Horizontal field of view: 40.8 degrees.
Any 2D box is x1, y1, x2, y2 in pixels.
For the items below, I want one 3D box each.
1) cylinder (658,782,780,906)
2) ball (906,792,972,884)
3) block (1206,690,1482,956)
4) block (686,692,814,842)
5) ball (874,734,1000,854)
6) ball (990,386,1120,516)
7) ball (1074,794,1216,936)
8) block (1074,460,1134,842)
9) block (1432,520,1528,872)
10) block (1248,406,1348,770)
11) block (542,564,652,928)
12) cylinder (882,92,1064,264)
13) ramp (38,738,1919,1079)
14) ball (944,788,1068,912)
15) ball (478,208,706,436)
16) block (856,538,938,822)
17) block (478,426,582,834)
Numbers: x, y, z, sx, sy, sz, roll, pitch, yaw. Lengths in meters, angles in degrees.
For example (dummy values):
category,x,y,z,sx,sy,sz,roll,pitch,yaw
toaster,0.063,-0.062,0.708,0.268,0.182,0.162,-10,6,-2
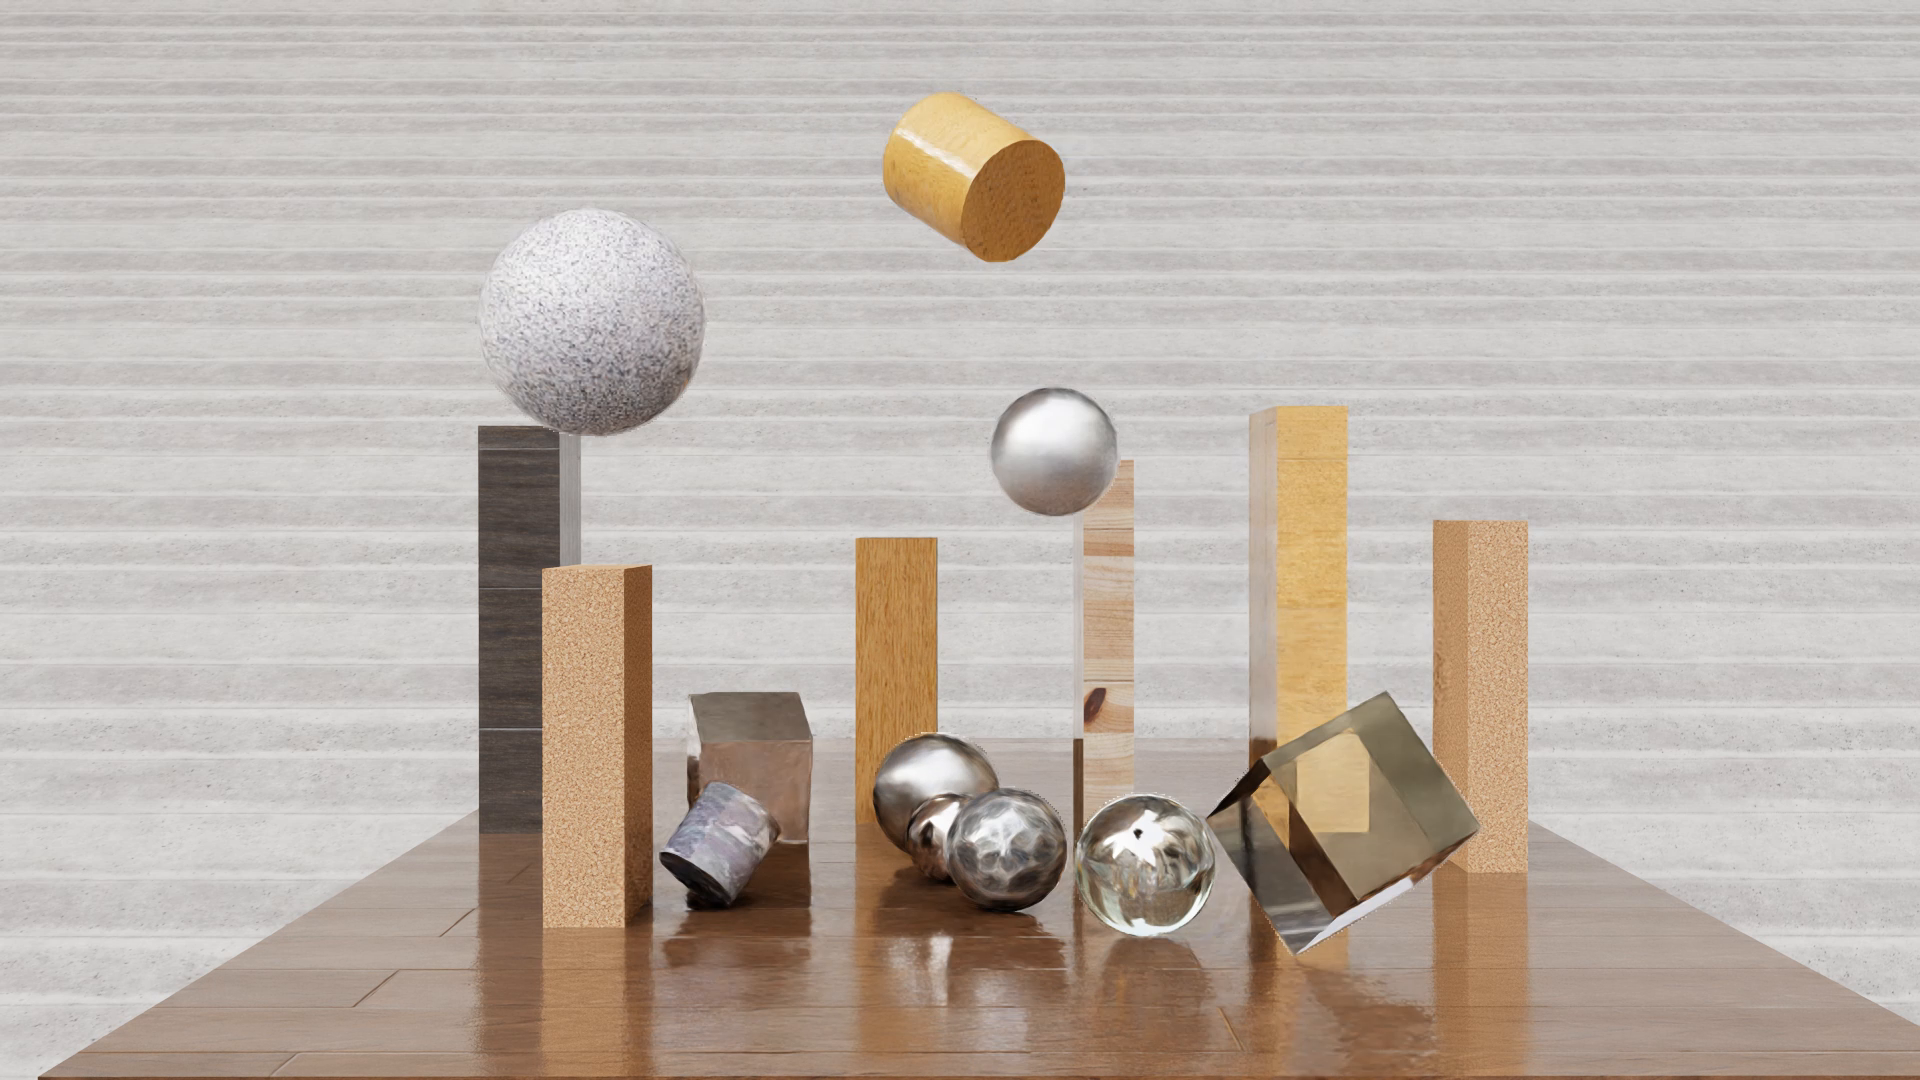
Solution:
category,x,y,z,sx,sy,sz,roll,pitch,yaw
cylinder,-0.350,0.443,3.767,0.128,0.128,0.128,19,61,31
ball,-0.013,0.461,3.995,0.140,0.140,0.140,0,28,0
block,0.487,0.363,3.310,0.210,0.210,0.210,-25,72,-26
block,-0.373,0.399,4.552,0.195,0.195,0.195,0,22,-12
ball,-0.038,0.424,4.255,0.209,0.209,0.209,0,28,0
ball,0.116,-0.108,3.161,0.159,0.159,0.159,0,28,0
ball,0.250,0.439,3.491,0.191,0.191,0.191,0,28,0
block,0.246,0.196,4.462,0.084,0.660,0.377,0,1,0
block,0.855,0.248,4.260,0.096,0.560,0.304,0,1,0
block,0.595,0.148,4.579,0.119,0.754,0.425,0,1,0
block,-0.520,0.286,3.730,0.113,0.495,0.331,0,1,0
cylinder,0.015,-0.403,2.871,0.145,0.145,0.145,-20,41,-33
ramp,0.064,0.575,4.618,2.000,0.100,4.000,0,1,0
ball,0.066,0.445,3.711,0.176,0.176,0.176,0,28,0
ball,-0.319,-0.189,2.246,0.197,0.197,0.197,0,28,0
block,-0.118,0.259,4.927,0.150,0.526,0.296,0,1,0
block,-0.788,0.159,4.751,0.146,0.730,0.262,0,1,0
